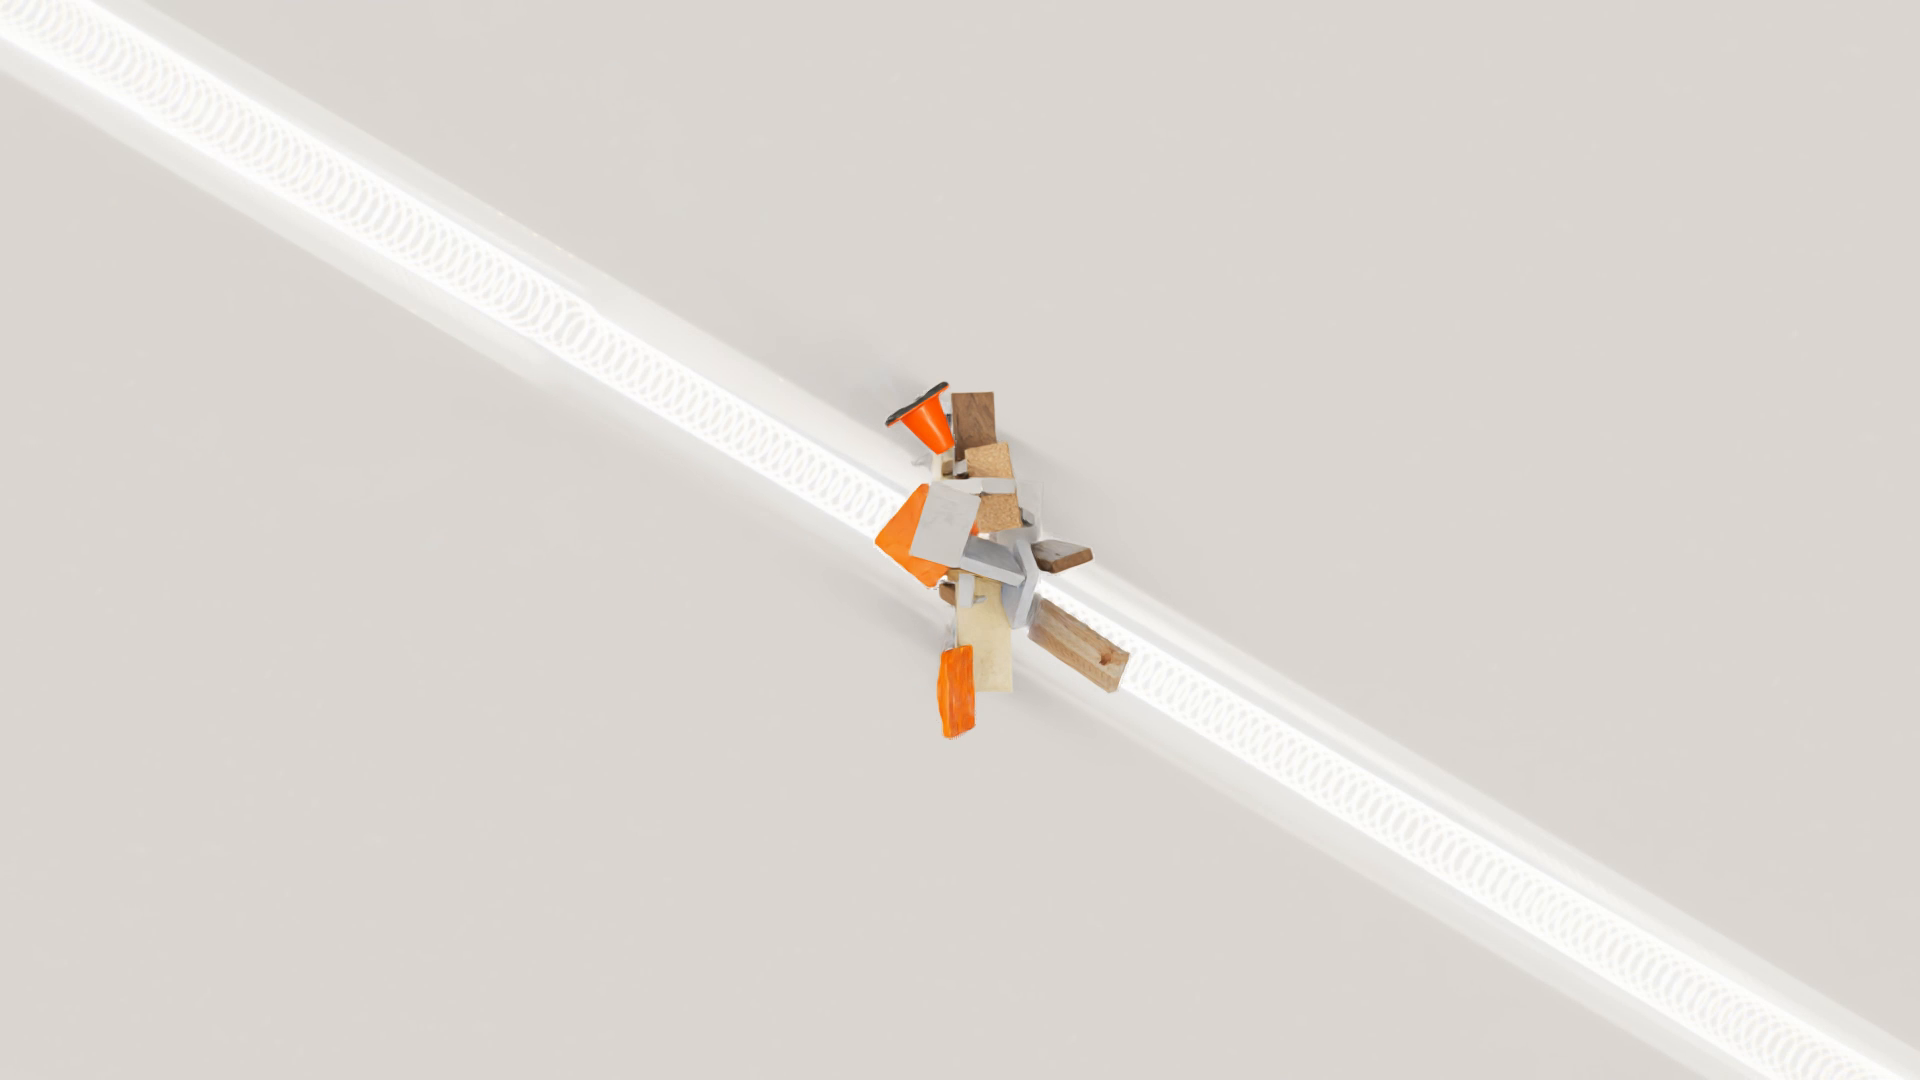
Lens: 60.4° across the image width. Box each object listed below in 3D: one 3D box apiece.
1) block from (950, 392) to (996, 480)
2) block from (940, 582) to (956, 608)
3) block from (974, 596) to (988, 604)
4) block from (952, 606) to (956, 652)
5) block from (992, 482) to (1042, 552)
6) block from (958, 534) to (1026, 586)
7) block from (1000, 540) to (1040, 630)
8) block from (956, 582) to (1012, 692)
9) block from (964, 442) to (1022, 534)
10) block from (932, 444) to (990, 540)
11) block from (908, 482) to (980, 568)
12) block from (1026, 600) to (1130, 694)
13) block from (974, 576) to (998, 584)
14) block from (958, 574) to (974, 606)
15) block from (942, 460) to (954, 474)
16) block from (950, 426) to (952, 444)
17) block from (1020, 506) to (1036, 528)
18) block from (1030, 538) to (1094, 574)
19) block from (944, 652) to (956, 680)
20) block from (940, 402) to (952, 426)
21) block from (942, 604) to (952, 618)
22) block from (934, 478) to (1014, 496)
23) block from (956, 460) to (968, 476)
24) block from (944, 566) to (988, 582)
[{"bbox_3d":[0.040,-0.305,4.823,0.125,0.035,0.250,-3,89,-8],"label":"block"},{"bbox_3d":[0.039,0.170,5.131,0.161,0.444,0.046,0,92,-7],"label":"block"},{"bbox_3d":[0.041,0.172,4.720,0.046,0.092,0.013,0,94,19],"label":"block"},{"bbox_3d":[0.034,0.310,5.244,0.117,0.033,0.234,0,90,-7],"label":"block"},{"bbox_3d":[0.163,-0.031,4.808,0.138,0.039,0.276,2,91,-23],"label":"block"},{"bbox_3d":[0.050,0.042,4.546,0.266,0.133,0.038,19,119,-39],"label":"block"},{"bbox_3d":[0.170,0.128,4.715,0.036,0.253,0.126,-6,52,-16],"label":"block"},{"bbox_3d":[0.070,0.286,4.884,0.161,0.046,0.321,0,89,-7],"label":"block"},{"bbox_3d":[0.092,-0.142,4.505,0.117,0.033,0.235,-10,90,11],"label":"block"},{"bbox_3d":[0.002,-0.121,5.122,0.176,0.050,0.353,0,90,0],"label":"block"},{"bbox_3d":[-0.041,-0.035,4.285,0.133,0.266,0.038,17,51,-3],"label":"block"},{"bbox_3d":[0.348,0.312,4.880,0.337,0.036,0.126,33,114,35],"label":"block"},{"bbox_3d":[0.060,0.113,4.709,0.046,0.092,0.013,11,91,45],"label":"block"},{"bbox_3d":[0.019,0.143,4.661,0.013,0.046,0.092,5,85,-44],"label":"block"},{"bbox_3d":[0.024,-0.221,4.964,0.125,0.250,0.035,-1,90,-8],"label":"block"},{"bbox_3d":[0.000,-0.364,5.366,0.063,0.018,0.125,0,90,0],"label":"block"},{"bbox_3d":[0.136,-0.061,4.637,0.117,0.235,0.033,-5,85,11],"label":"block"},{"bbox_3d":[0.261,0.044,4.692,0.126,0.253,0.036,-19,103,-21],"label":"block"},{"bbox_3d":[0.047,0.384,5.066,0.161,0.321,0.046,0,93,-7],"label":"block"},{"bbox_3d":[0.003,-0.387,5.102,0.125,0.510,0.035,0,90,0],"label":"block"},{"bbox_3d":[0.004,0.232,5.383,0.117,0.234,0.033,0,90,0],"label":"block"},{"bbox_3d":[0.038,-0.139,4.345,0.133,0.287,0.038,-4,90,19],"label":"block"},{"bbox_3d":[0.064,-0.211,4.673,0.117,0.265,0.033,-3,89,-8],"label":"block"},{"bbox_3d":[0.066,0.077,4.944,0.138,0.276,0.039,-28,100,-20],"label":"block"}]
